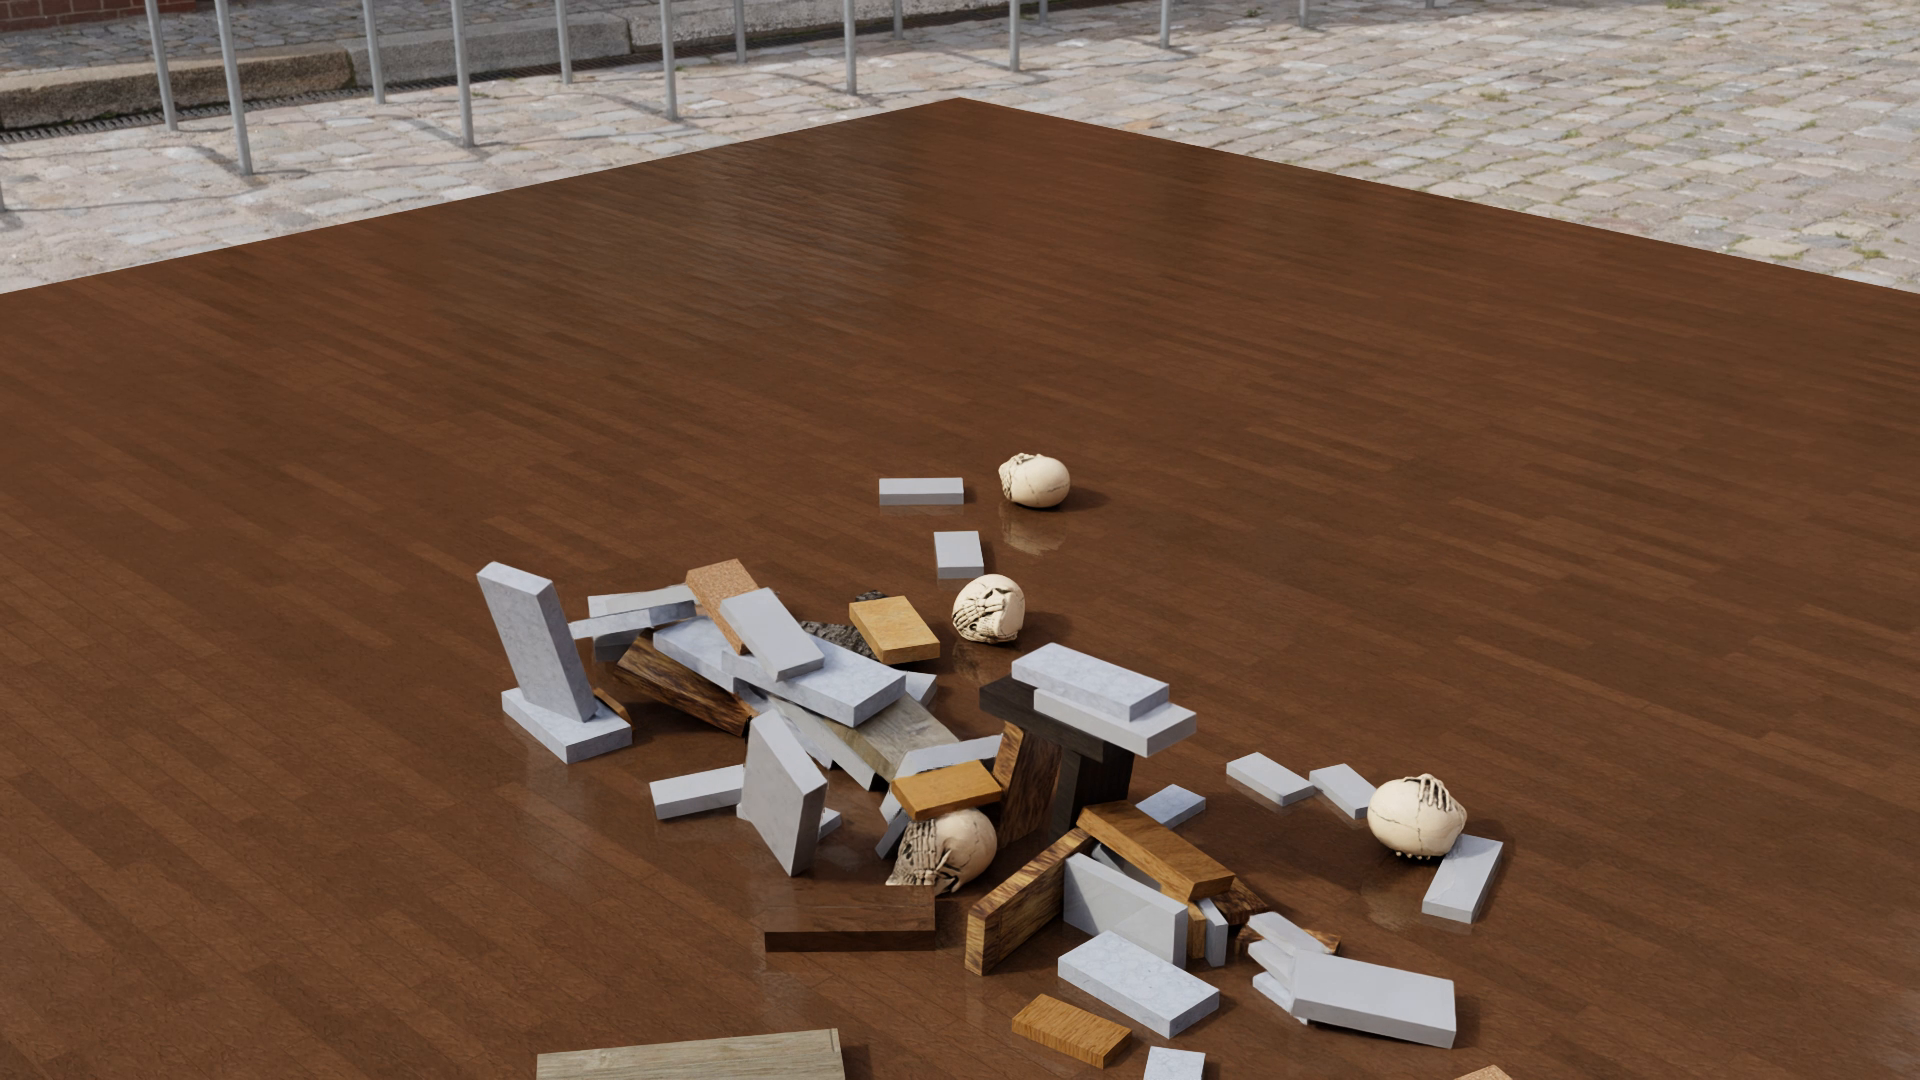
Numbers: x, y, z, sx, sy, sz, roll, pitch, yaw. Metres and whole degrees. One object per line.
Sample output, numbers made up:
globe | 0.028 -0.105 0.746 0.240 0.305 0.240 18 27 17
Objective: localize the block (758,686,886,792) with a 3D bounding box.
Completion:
block | -0.245 0.375 4.663 0.355 0.050 0.177 39 41 27

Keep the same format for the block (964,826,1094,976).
block | 0.131 0.656 4.026 0.037 0.131 0.343 22 33 31

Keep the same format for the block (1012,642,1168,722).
block | 0.240 0.262 4.074 0.278 0.033 0.117 18 29 38

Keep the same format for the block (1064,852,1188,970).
block | 0.298 0.679 3.993 0.263 0.131 0.037 21 31 41

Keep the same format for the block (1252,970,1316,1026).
block | 0.588 0.797 3.857 0.071 0.020 0.142 -14 27 -30

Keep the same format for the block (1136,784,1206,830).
block | 0.409 0.548 4.439 0.085 0.024 0.171 21 30 40

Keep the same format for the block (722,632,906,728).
block | -0.309 0.278 4.629 0.355 0.050 0.177 20 31 30

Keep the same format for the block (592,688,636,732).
block | -0.756 0.372 4.803 0.017 0.062 0.123 -36 37 -21

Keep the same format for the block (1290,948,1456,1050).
block | 0.711 0.789 3.788 0.275 0.039 0.138 11 28 5

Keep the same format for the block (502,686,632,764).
block | -0.859 0.387 4.792 0.155 0.044 0.310 -16 28 -33

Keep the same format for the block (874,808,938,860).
block | -0.089 0.545 4.256 0.095 0.190 0.027 -19 64 -38

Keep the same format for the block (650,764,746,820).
block | -0.509 0.509 4.478 0.233 0.033 0.117 -10 19 -11

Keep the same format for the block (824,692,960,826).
block | -0.101 0.433 4.544 0.177 0.050 0.355 -20 47 -39

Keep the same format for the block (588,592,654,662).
block | -0.789 0.201 5.134 0.141 0.040 0.282 -5 23 -11

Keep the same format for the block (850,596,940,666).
block | -0.154 0.209 5.107 0.135 0.038 0.271 -8 24 -17

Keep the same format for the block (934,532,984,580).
block | -0.004 0.037 5.631 0.114 0.032 0.229 -1 23 -3

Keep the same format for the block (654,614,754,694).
block | -0.527 0.245 4.776 0.136 0.039 0.273 -21 34 -40

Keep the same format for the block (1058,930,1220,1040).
block | 0.313 0.780 3.875 0.131 0.037 0.263 -21 30 -40

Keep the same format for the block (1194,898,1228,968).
block | 0.441 0.693 4.014 0.025 0.087 0.175 -5 23 -16

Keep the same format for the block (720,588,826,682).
block | -0.395 0.197 4.617 0.117 0.033 0.233 -16 48 -34

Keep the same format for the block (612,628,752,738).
block | -0.584 0.309 4.816 0.311 0.044 0.155 23 36 6

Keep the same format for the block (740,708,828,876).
block | -0.334 0.478 4.128 0.050 0.356 0.178 -28 66 -24

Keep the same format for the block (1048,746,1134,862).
block | 0.247 0.503 4.168 0.157 0.315 0.045 -20 39 -39

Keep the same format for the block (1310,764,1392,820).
block | 0.800 0.515 4.515 0.086 0.024 0.171 -10 25 -22

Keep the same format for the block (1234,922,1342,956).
block | 0.596 0.735 3.996 0.175 0.025 0.087 9 25 20

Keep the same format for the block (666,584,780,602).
block | -0.575 0.135 5.328 0.244 0.035 0.122 4 2 16

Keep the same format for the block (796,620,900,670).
block | -0.309 0.248 5.119 0.359 0.044 0.155 6 24 13

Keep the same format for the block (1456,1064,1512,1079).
block | 0.883 0.950 3.466 0.154 0.044 0.309 -12 26 -26

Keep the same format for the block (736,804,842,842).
block | -0.344 0.553 4.423 0.193 0.027 0.095 15 27 31

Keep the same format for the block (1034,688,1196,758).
block | 0.283 0.315 4.039 0.138 0.039 0.275 -21 30 -41

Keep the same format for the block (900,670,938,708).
block | -0.201 0.332 4.928 0.271 0.038 0.135 6 24 15

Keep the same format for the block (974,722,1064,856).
block | 0.127 0.455 4.284 0.045 0.315 0.157 35 39 30

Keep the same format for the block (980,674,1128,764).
block | 0.203 0.322 4.134 0.158 0.045 0.315 -21 30 -41

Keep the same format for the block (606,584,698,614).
block | -0.640 0.122 4.931 0.337 0.035 0.122 -10 1 42

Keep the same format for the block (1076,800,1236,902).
block | 0.362 0.573 4.076 0.275 0.039 0.138 32 19 35

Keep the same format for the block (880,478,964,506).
block | -0.106 -0.134 6.034 0.229 0.032 0.114 -1 23 -2

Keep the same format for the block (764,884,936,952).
block | -0.201 0.698 4.060 0.309 0.044 0.154 0 23 -1

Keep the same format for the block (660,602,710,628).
block | -0.604 0.188 5.275 0.229 0.032 0.114 4 23 10

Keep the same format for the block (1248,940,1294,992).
block | 0.582 0.753 3.895 0.071 0.020 0.142 -8 27 -29

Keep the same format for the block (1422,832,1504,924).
block | 0.964 0.644 4.209 0.092 0.026 0.274 10 25 23

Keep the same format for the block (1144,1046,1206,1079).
block | 0.346 0.901 3.605 0.092 0.026 0.184 5 23 11

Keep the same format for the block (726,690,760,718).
block | -0.415 0.331 4.791 0.136 0.039 0.273 -21 52 -41

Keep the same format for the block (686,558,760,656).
block | -0.476 0.142 4.712 0.122 0.035 0.244 -15 47 -32

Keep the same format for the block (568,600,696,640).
block | -0.737 0.179 4.927 0.281 0.038 0.135 -10 2 41

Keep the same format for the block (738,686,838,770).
block | -0.329 0.372 4.710 0.273 0.039 0.136 36 40 23

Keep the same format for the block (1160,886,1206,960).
block | 0.408 0.689 4.034 0.023 0.081 0.162 -6 24 -15

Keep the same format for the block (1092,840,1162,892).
block | 0.317 0.621 4.131 0.162 0.023 0.081 46 26 -7

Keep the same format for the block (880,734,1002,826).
block | 0.030 0.466 4.350 0.355 0.178 0.050 -7 49 -32

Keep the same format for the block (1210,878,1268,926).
block | 0.500 0.671 4.112 0.087 0.025 0.175 -7 15 -16

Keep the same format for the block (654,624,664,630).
block | -0.677 0.268 5.078 0.282 0.040 0.141 20 30 39

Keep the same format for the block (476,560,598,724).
block | -0.897 0.219 4.679 0.178 0.355 0.050 16 45 33

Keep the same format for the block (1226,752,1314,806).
block | 0.643 0.495 4.562 0.085 0.024 0.171 -16 27 -32

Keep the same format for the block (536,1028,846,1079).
block | -0.442 0.887 3.613 0.498 0.044 0.154 -3 23 -8

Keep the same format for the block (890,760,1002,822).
block | -0.025 0.476 4.182 0.190 0.027 0.095 -10 38 -29

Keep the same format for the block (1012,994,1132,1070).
block | 0.191 0.837 3.754 0.184 0.026 0.092 16 28 32

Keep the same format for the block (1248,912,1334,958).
block | 0.591 0.713 3.937 0.071 0.020 0.142 1 23 -45

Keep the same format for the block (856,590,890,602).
block | -0.194 0.157 5.368 0.062 0.017 0.123 -18 29 -36
